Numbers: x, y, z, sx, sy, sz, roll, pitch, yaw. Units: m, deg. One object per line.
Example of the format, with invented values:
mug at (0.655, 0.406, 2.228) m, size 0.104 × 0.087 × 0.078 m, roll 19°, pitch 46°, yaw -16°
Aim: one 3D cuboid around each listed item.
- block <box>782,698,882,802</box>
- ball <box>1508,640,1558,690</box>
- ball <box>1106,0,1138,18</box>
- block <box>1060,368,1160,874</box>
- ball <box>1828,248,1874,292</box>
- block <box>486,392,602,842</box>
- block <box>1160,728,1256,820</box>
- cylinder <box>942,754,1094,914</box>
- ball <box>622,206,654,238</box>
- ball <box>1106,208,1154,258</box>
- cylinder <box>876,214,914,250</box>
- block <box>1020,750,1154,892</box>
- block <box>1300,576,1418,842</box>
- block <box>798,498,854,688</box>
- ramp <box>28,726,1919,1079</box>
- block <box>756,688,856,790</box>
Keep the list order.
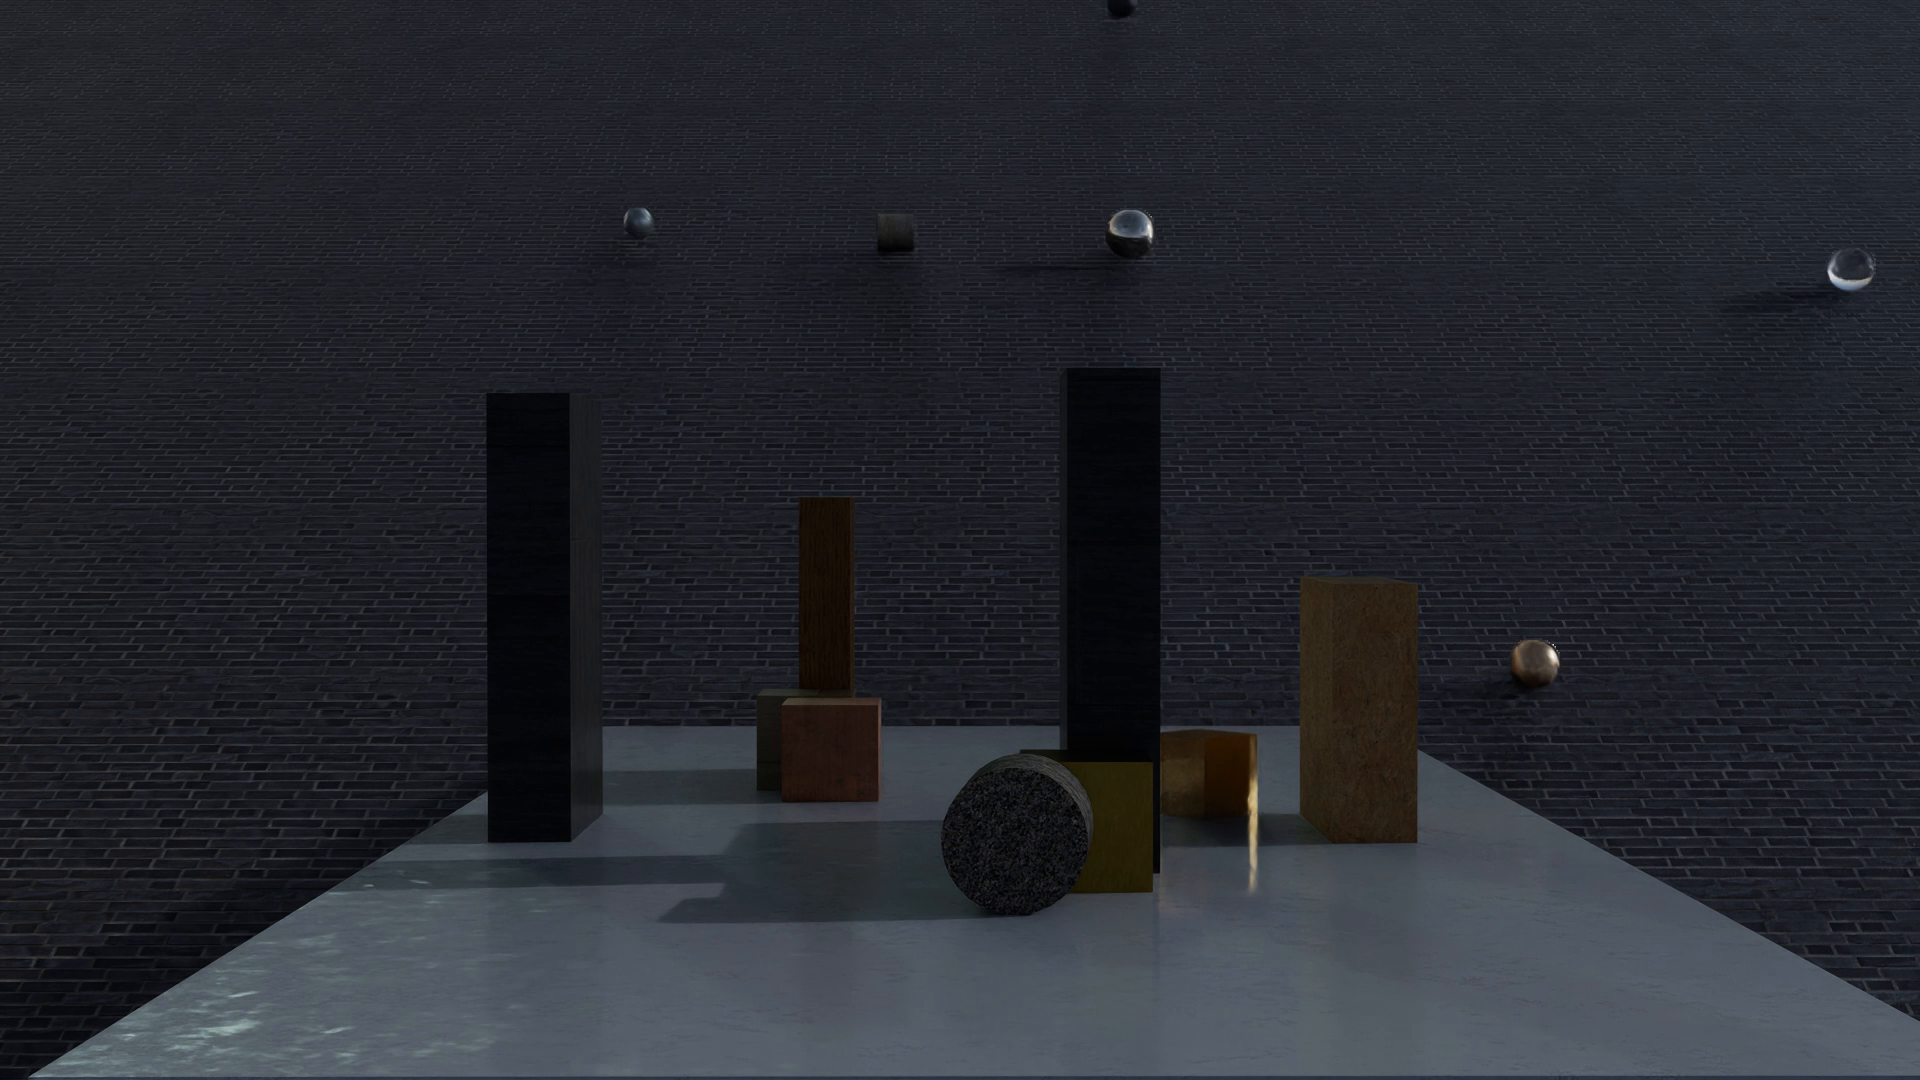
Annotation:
block at (-0.249, 0.407, 5.042) m, size 0.185 × 0.185 × 0.185 m, roll 0°, pitch 1°, yaw 0°
ball at (1.537, 0.334, 6.919) m, size 0.131 × 0.131 × 0.131 m, roll 0°, pitch 27°, yaw 0°
ball at (0.792, -2.634, 12.632) m, size 0.149 × 0.149 × 0.149 m, roll 0°, pitch 27°, yaw 0°
block at (0.238, 0.123, 4.139) m, size 0.144 × 0.782 × 0.294 m, roll 0°, pitch 1°, yaw 0°
ball at (3.258, -0.989, 9.440) m, size 0.162 × 0.162 × 0.162 m, roll 0°, pitch 27°, yaw 0°
block at (-0.729, 0.128, 4.559) m, size 0.140 × 0.759 × 0.394 m, roll 0°, pitch 1°, yaw 0°
block at (0.445, 0.431, 4.771) m, size 0.146 × 0.146 × 0.146 m, roll -1°, pitch 1°, yaw -43°
cylinder at (0.085, 0.419, 3.701) m, size 0.206 × 0.206 × 0.206 m, roll 3°, pitch 1°, yaw 5°
ball at (-1.239, -1.224, 9.944) m, size 0.117 × 0.117 × 0.117 m, roll 0°, pitch 27°, yaw 0°
ball at (0.641, -1.154, 9.734) m, size 0.186 × 0.186 × 0.186 m, roll 0°, pitch 27°, yaw 0°
cylinder at (-0.247, -1.174, 9.824) m, size 0.135 × 0.135 × 0.135 m, roll -2°, pitch 27°, yaw -4°
block at (0.189, 0.422, 3.900) m, size 0.192 × 0.192 × 0.192 m, roll 0°, pitch 1°, yaw 0°
block at (0.698, 0.289, 4.553) m, size 0.144 × 0.437 × 0.409 m, roll 0°, pitch 1°, yaw 0°
block at (-0.279, 0.202, 5.441) m, size 0.105 × 0.584 × 0.240 m, roll 0°, pitch 1°, yaw 0°
ramp at (0.062, 0.557, 4.594) m, size 2.000 × 0.100 × 4.000 m, roll 0°, pitch 1°, yaw 0°
block at (-0.310, 0.403, 5.229) m, size 0.189 × 0.189 × 0.189 m, roll 0°, pitch 1°, yaw 0°
